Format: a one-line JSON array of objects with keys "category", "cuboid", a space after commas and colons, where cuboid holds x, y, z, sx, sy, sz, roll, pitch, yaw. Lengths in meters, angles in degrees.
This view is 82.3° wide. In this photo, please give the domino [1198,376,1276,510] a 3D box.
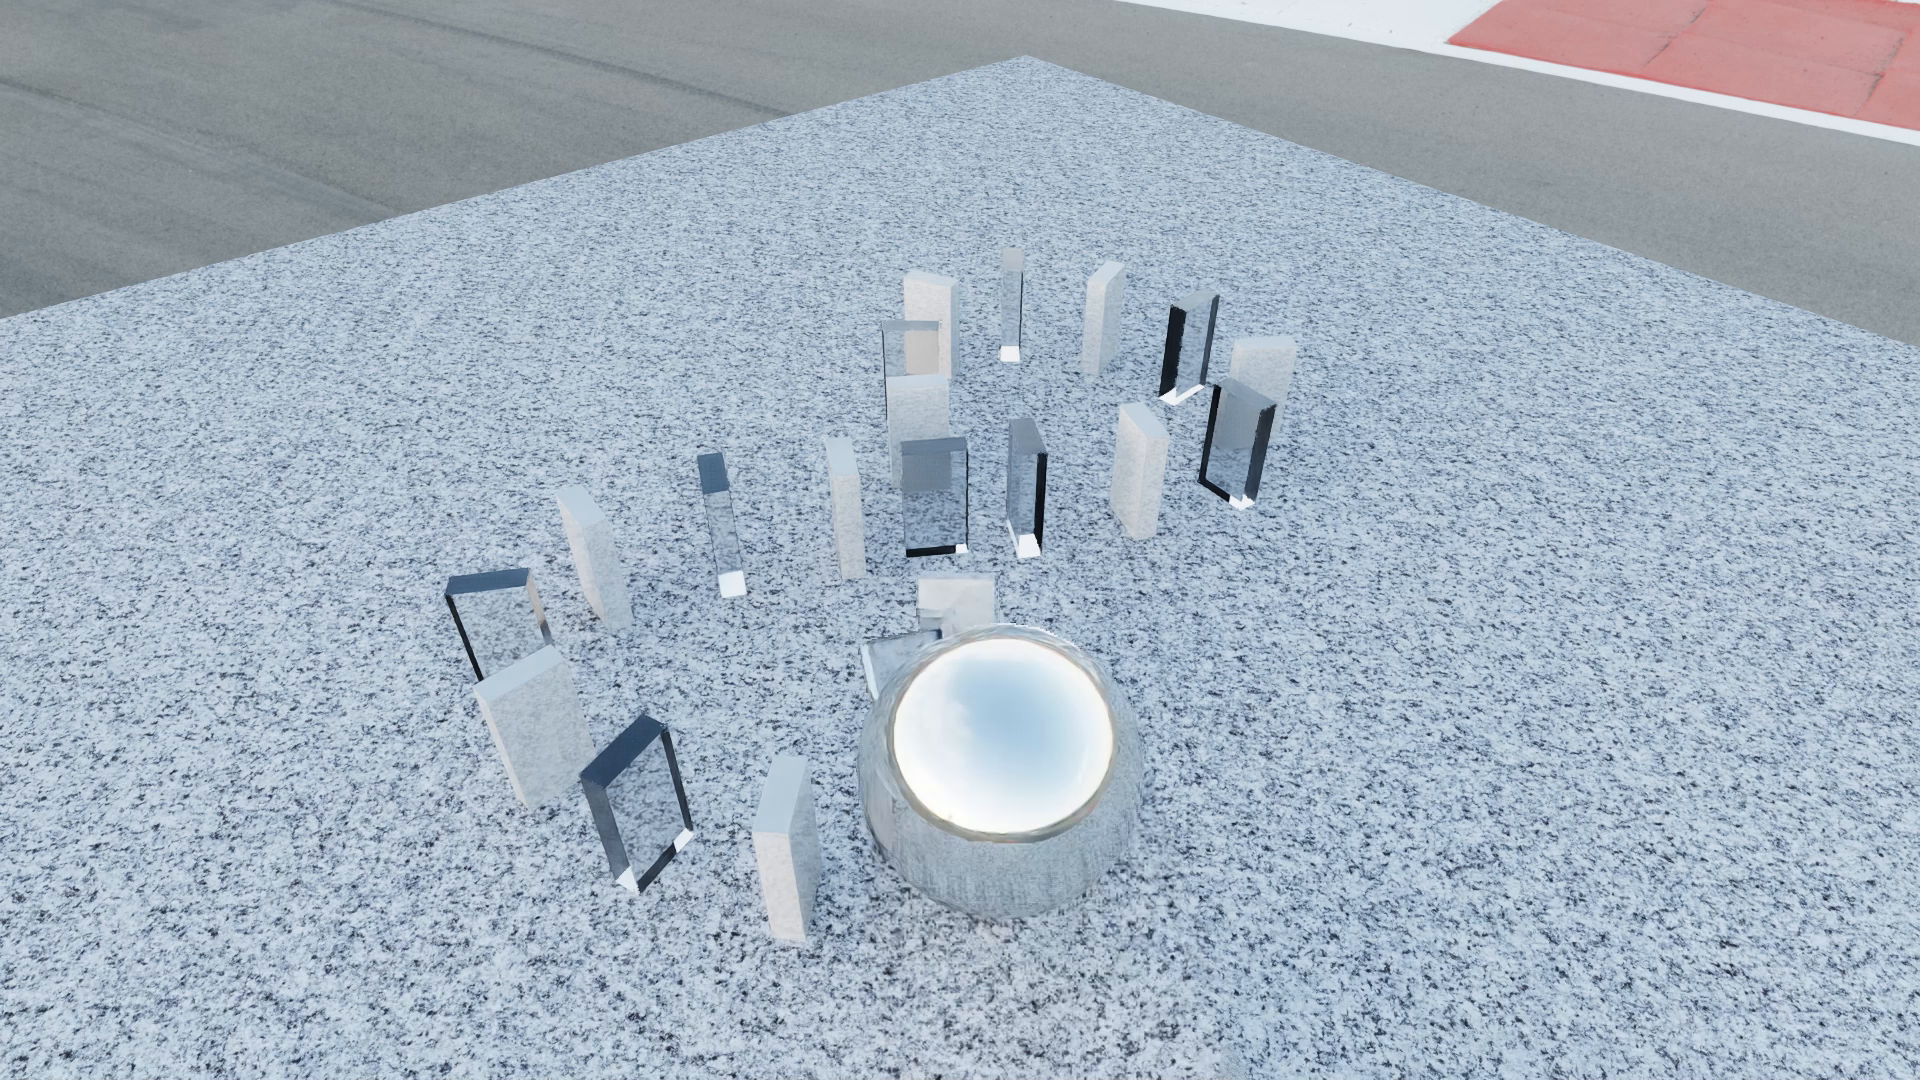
[{"category": "domino", "cuboid": [0.115, -0.040, 0.460, 0.009, 0.050, 0.025, -24, 45, -27]}]

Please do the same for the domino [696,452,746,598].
[{"category": "domino", "cuboid": [-0.090, -0.005, 0.418, 0.009, 0.050, 0.025, -10, 40, -12]}]

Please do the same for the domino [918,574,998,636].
[{"category": "domino", "cuboid": [0.000, 0.037, 0.366, 0.025, 0.050, 0.010, 0, 8, 9]}]

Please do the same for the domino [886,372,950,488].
[{"category": "domino", "cuboid": [-0.018, -0.046, 0.468, 0.025, 0.050, 0.009, -6, 40, -7]}]

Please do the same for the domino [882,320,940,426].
[{"category": "domino", "cuboid": [-0.022, -0.076, 0.504, 0.025, 0.050, 0.009, 1, 39, 1]}]

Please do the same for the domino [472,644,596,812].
[{"category": "domino", "cuboid": [-0.130, 0.059, 0.340, 0.025, 0.050, 0.009, -32, 49, -33]}]

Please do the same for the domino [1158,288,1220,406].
[{"category": "domino", "cuboid": [0.109, -0.092, 0.523, 0.025, 0.050, 0.009, -32, 49, -33]}]

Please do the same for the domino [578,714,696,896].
[{"category": "domino", "cuboid": [-0.092, 0.077, 0.318, 0.009, 0.050, 0.025, 20, 43, 22]}]

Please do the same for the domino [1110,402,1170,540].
[{"category": "domino", "cuboid": [0.072, -0.028, 0.445, 0.010, 0.050, 0.025, -12, 41, -14]}]

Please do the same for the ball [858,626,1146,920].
[{"category": "ball", "cuboid": [0.011, 0.064, 0.308, 0.080, 0.080, 0.080, 0, 39, 0]}]

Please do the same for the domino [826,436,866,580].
[{"category": "domino", "cuboid": [-0.044, -0.012, 0.426, 0.010, 0.050, 0.025, -8, 40, -9]}]

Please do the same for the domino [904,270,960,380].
[{"category": "domino", "cuboid": [-0.014, -0.105, 0.540, 0.025, 0.050, 0.009, 17, 42, 20]}]

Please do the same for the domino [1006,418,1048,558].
[{"category": "domino", "cuboid": [0.026, -0.020, 0.436, 0.009, 0.050, 0.025, -6, 40, -8]}]

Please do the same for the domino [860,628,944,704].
[{"category": "domino", "cuboid": [-0.014, 0.055, 0.350, 0.025, 0.010, 0.050, -10, 82, -20]}]

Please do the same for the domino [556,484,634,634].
[{"category": "domino", "cuboid": [-0.133, 0.007, 0.403, 0.009, 0.050, 0.025, -25, 46, -27]}]

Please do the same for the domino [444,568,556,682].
[{"category": "domino", "cuboid": [-0.153, 0.033, 0.372, 0.025, 0.050, 0.009, -7, 40, -8]}]

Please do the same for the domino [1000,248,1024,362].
[{"category": "domino", "cuboid": [0.026, -0.119, 0.556, 0.010, 0.050, 0.025, 1, 39, 1]}]

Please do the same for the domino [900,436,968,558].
[{"category": "domino", "cuboid": [-0.010, -0.016, 0.431, 0.025, 0.050, 0.009, -5, 40, -6]}]

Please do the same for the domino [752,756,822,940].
[{"category": "domino", "cuboid": [-0.047, 0.086, 0.306, 0.009, 0.050, 0.025, 3, 39, 4]}]

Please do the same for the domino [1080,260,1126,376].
[{"category": "domino", "cuboid": [0.071, -0.110, 0.545, 0.010, 0.050, 0.025, 19, 43, 22]}]

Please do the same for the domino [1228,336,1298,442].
[{"category": "domino", "cuboid": [0.133, -0.066, 0.492, 0.025, 0.050, 0.009, -6, 40, -7]}]
